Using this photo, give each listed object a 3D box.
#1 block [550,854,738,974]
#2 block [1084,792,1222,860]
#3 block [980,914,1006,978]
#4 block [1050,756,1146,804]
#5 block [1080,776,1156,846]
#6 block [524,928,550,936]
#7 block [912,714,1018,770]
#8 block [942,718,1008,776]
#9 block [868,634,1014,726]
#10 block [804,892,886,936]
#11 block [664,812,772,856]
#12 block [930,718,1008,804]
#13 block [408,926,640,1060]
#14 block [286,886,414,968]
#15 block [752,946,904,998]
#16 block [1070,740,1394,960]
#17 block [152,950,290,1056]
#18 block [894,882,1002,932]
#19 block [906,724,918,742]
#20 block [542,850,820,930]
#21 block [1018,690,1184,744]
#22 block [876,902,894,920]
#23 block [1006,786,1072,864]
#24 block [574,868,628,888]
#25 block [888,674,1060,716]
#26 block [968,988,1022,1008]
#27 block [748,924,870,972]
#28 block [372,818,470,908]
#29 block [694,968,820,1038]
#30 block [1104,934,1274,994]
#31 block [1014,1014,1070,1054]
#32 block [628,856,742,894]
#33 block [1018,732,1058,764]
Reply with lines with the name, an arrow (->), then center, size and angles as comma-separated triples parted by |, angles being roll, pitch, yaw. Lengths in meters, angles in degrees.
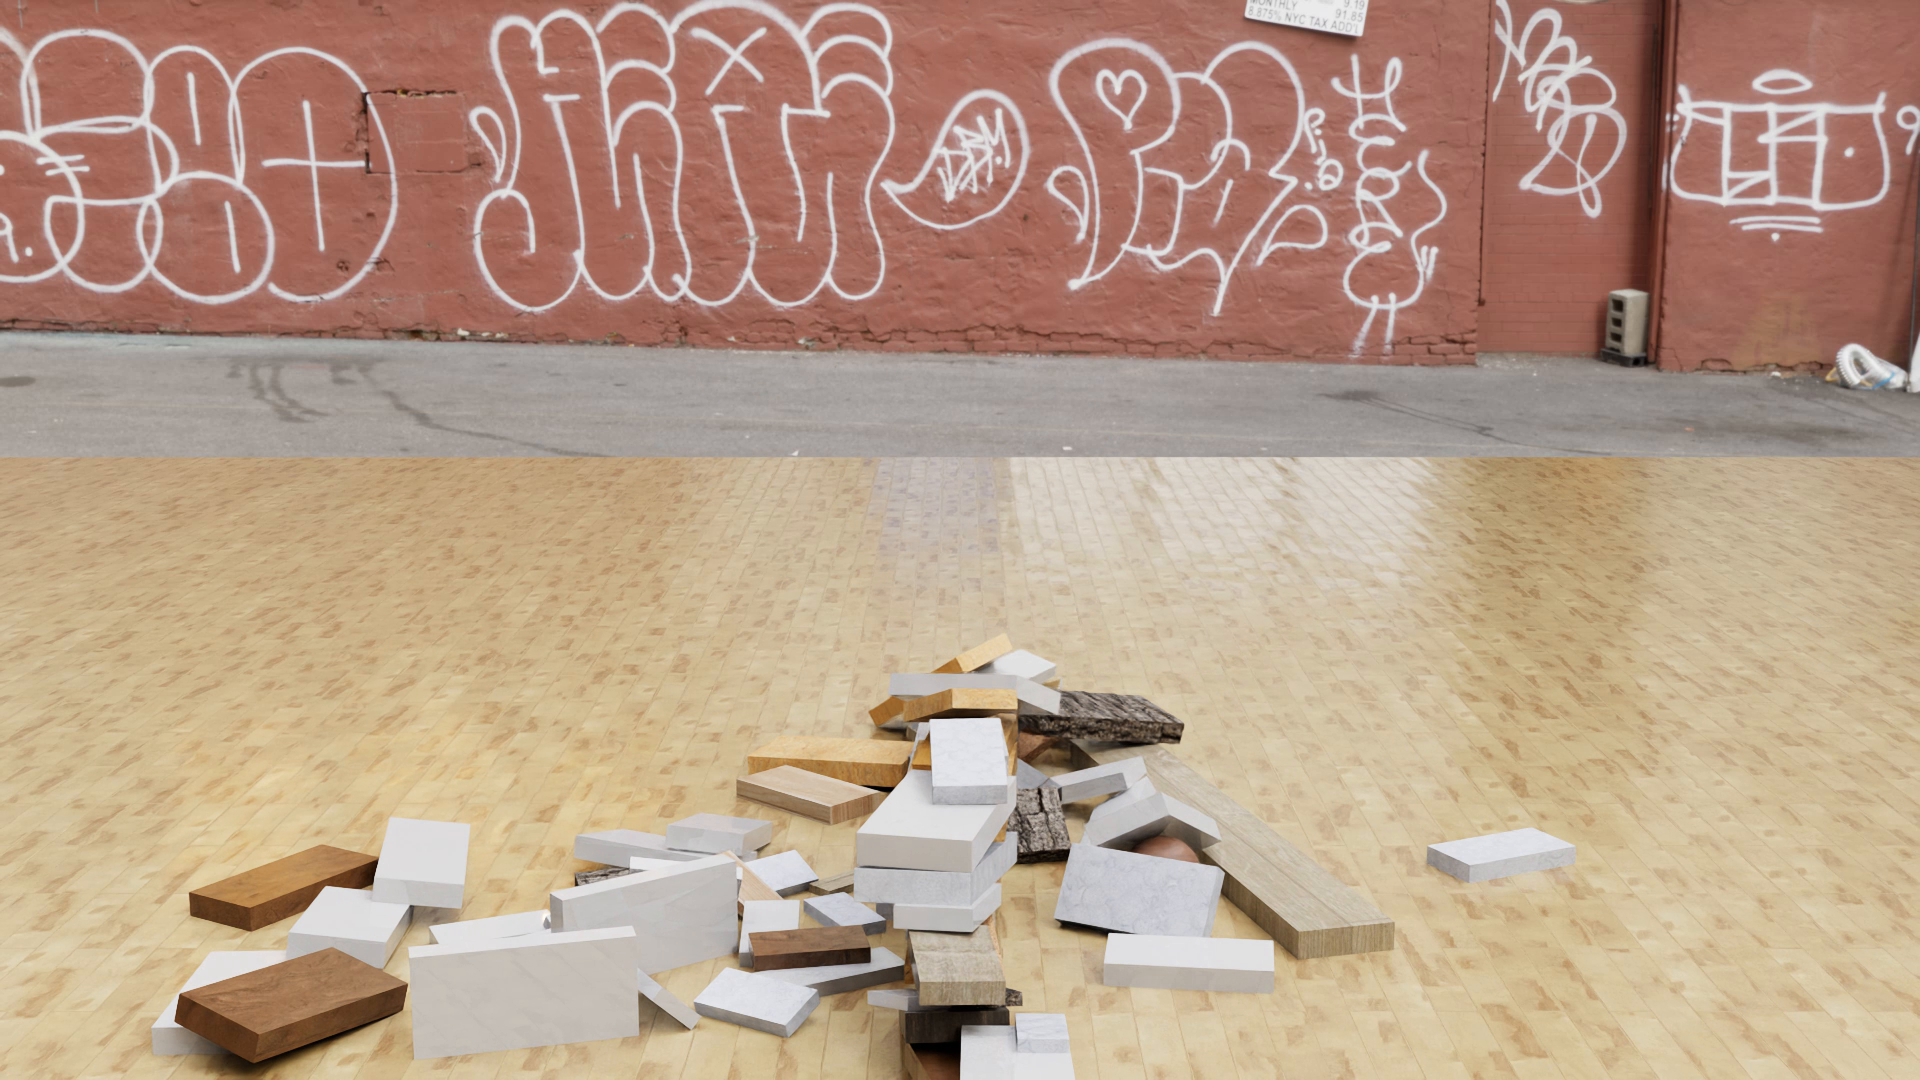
block -> -0.474, 0.579, 3.324 | 0.295, 0.148, 0.042 | -8, 13, -36
block -> 0.323, 0.486, 3.645 | 0.139, 0.040, 0.279 | -26, -25, 16
block -> -0.002, 0.571, 3.026 | 0.109, 0.031, 0.279 | 1, 9, -3
block -> 0.221, 0.457, 4.095 | 0.230, 0.033, 0.115 | -16, 3, 24
block -> 0.279, 0.499, 3.893 | 0.115, 0.033, 0.296 | -32, 3, 13
block -> -0.545, 0.617, 3.377 | 0.363, 0.027, 0.094 | -9, 31, -39
block -> 0.011, 0.331, 3.477 | 0.129, 0.037, 0.258 | 2, 14, 9
block -> 0.015, 0.317, 3.374 | 0.106, 0.030, 0.212 | -1, 11, -2
block -> -0.044, 0.293, 4.561 | 0.129, 0.037, 0.417 | -25, -6, -33
block -> -0.186, 0.604, 3.536 | 0.074, 0.021, 0.149 | -6, 12, -29
block -> -0.415, 0.509, 3.811 | 0.131, 0.037, 0.263 | 6, -2, 6
block -> 0.011, 0.323, 3.224 | 0.106, 0.030, 0.212 | -1, 22, -2
block -> -0.605, 0.628, 3.058 | 0.308, 0.148, 0.042 | -3, 11, -15
block -> -0.937, 0.596, 3.396 | 0.142, 0.040, 0.284 | 7, 4, -6
block -> -0.198, 0.651, 3.278 | 0.233, 0.023, 0.082 | -6, 12, -29
block -> 0.448, 0.520, 3.923 | 0.161, 0.046, 1.120 | -3, 11, -15
block -> -1.046, 0.663, 3.167 | 0.142, 0.040, 0.284 | 0, 11, -3
block -> -0.015, 0.511, 3.076 | 0.109, 0.031, 0.219 | 1, 0, 11
block -> -0.010, 0.389, 4.558 | 0.184, 0.026, 0.092 | -17, 32, -35
block -> -0.443, 0.584, 3.557 | 0.484, 0.021, 0.074 | -9, 41, -40
block -> 0.272, 0.353, 4.408 | 0.322, 0.046, 0.161 | 6, 13, -31
block -> -0.109, 0.561, 3.542 | 0.052, 0.103, 0.015 | 3, 11, 17
block -> 0.052, 0.503, 3.836 | 0.263, 0.037, 0.131 | -2, 48, -13
block -> -0.576, 0.586, 3.619 | 0.094, 0.027, 0.188 | -3, 11, -16
block -> 0.022, 0.248, 3.548 | 0.251, 0.036, 0.126 | -2, -18, 37
block -> 0.027, 0.628, 3.043 | 0.064, 0.018, 0.223 | 1, -7, -13
block -> -0.228, 0.616, 3.323 | 0.175, 0.025, 0.087 | -2, 13, -12
block -> -0.900, 0.538, 3.692 | 0.140, 0.040, 0.424 | 7, 4, -12
block -> -0.291, 0.662, 3.151 | 0.164, 0.023, 0.082 | 6, 31, 31
block -> 0.346, 0.638, 3.315 | 0.251, 0.036, 0.126 | 1, 11, 7
block -> 0.104, 0.626, 2.792 | 0.064, 0.018, 0.129 | 0, 2, 0
block -> -0.434, 0.544, 3.446 | 0.175, 0.087, 0.025 | 7, 37, -10
block -> 0.120, 0.430, 4.475 | 0.072, 0.021, 0.402 | 4, 11, 21
